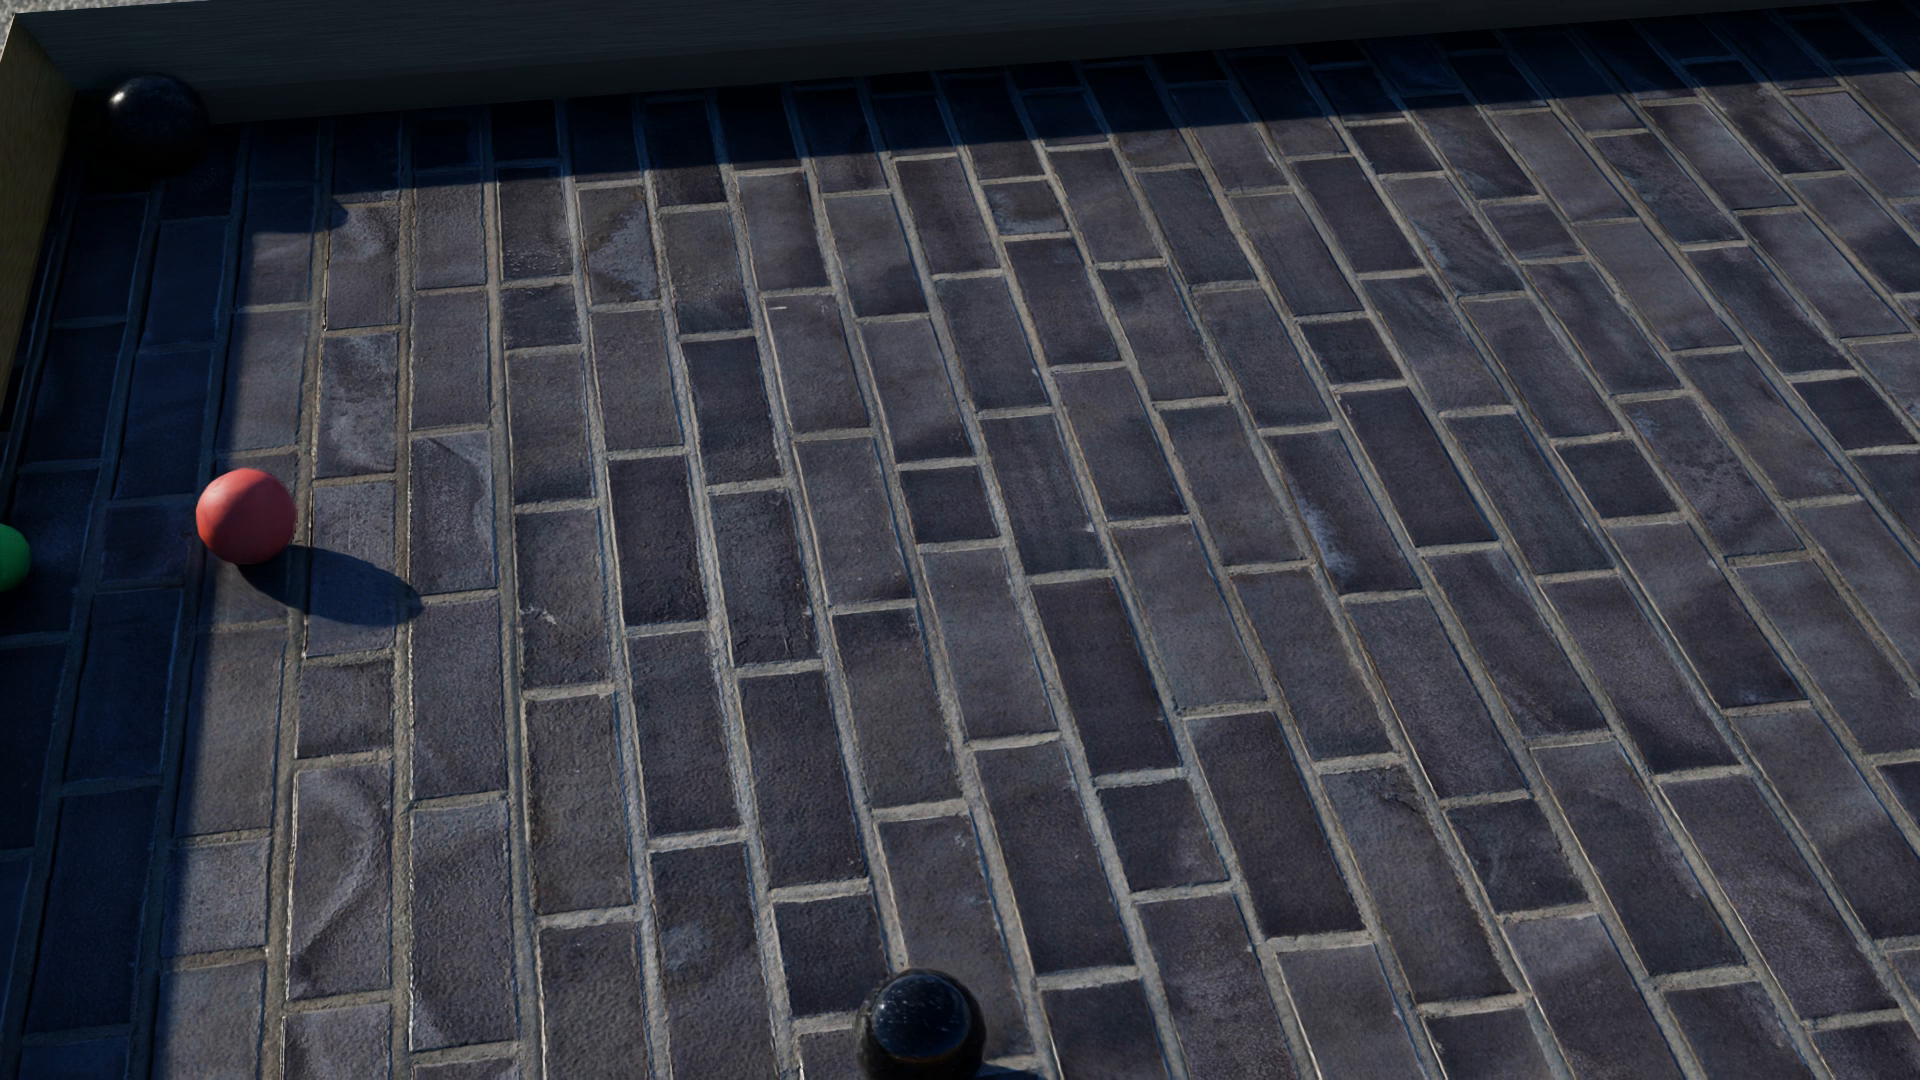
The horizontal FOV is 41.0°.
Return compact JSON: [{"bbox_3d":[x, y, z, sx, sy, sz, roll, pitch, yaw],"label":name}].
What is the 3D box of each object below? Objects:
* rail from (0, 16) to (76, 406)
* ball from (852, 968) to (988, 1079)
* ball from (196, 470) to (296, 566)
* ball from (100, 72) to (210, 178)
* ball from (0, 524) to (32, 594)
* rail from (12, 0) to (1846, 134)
[{"bbox_3d":[-0.639,0.045,1.566,0.045,0.112,1.536,-6,36,-8],"label":"rail"},{"bbox_3d":[-0.020,0.254,1.313,0.069,0.069,0.069,0,36,0],"label":"ball"},{"bbox_3d":[-0.471,-0.015,1.692,0.063,0.063,0.063,0,36,0],"label":"ball"},{"bbox_3d":[-0.668,-0.344,2.130,0.086,0.086,0.086,0,36,0],"label":"ball"},{"bbox_3d":[-0.628,0.012,1.670,0.046,0.046,0.046,0,36,0],"label":"ball"},{"bbox_3d":[0.537,-0.514,2.342,2.688,0.112,0.045,-6,36,-8],"label":"rail"}]
